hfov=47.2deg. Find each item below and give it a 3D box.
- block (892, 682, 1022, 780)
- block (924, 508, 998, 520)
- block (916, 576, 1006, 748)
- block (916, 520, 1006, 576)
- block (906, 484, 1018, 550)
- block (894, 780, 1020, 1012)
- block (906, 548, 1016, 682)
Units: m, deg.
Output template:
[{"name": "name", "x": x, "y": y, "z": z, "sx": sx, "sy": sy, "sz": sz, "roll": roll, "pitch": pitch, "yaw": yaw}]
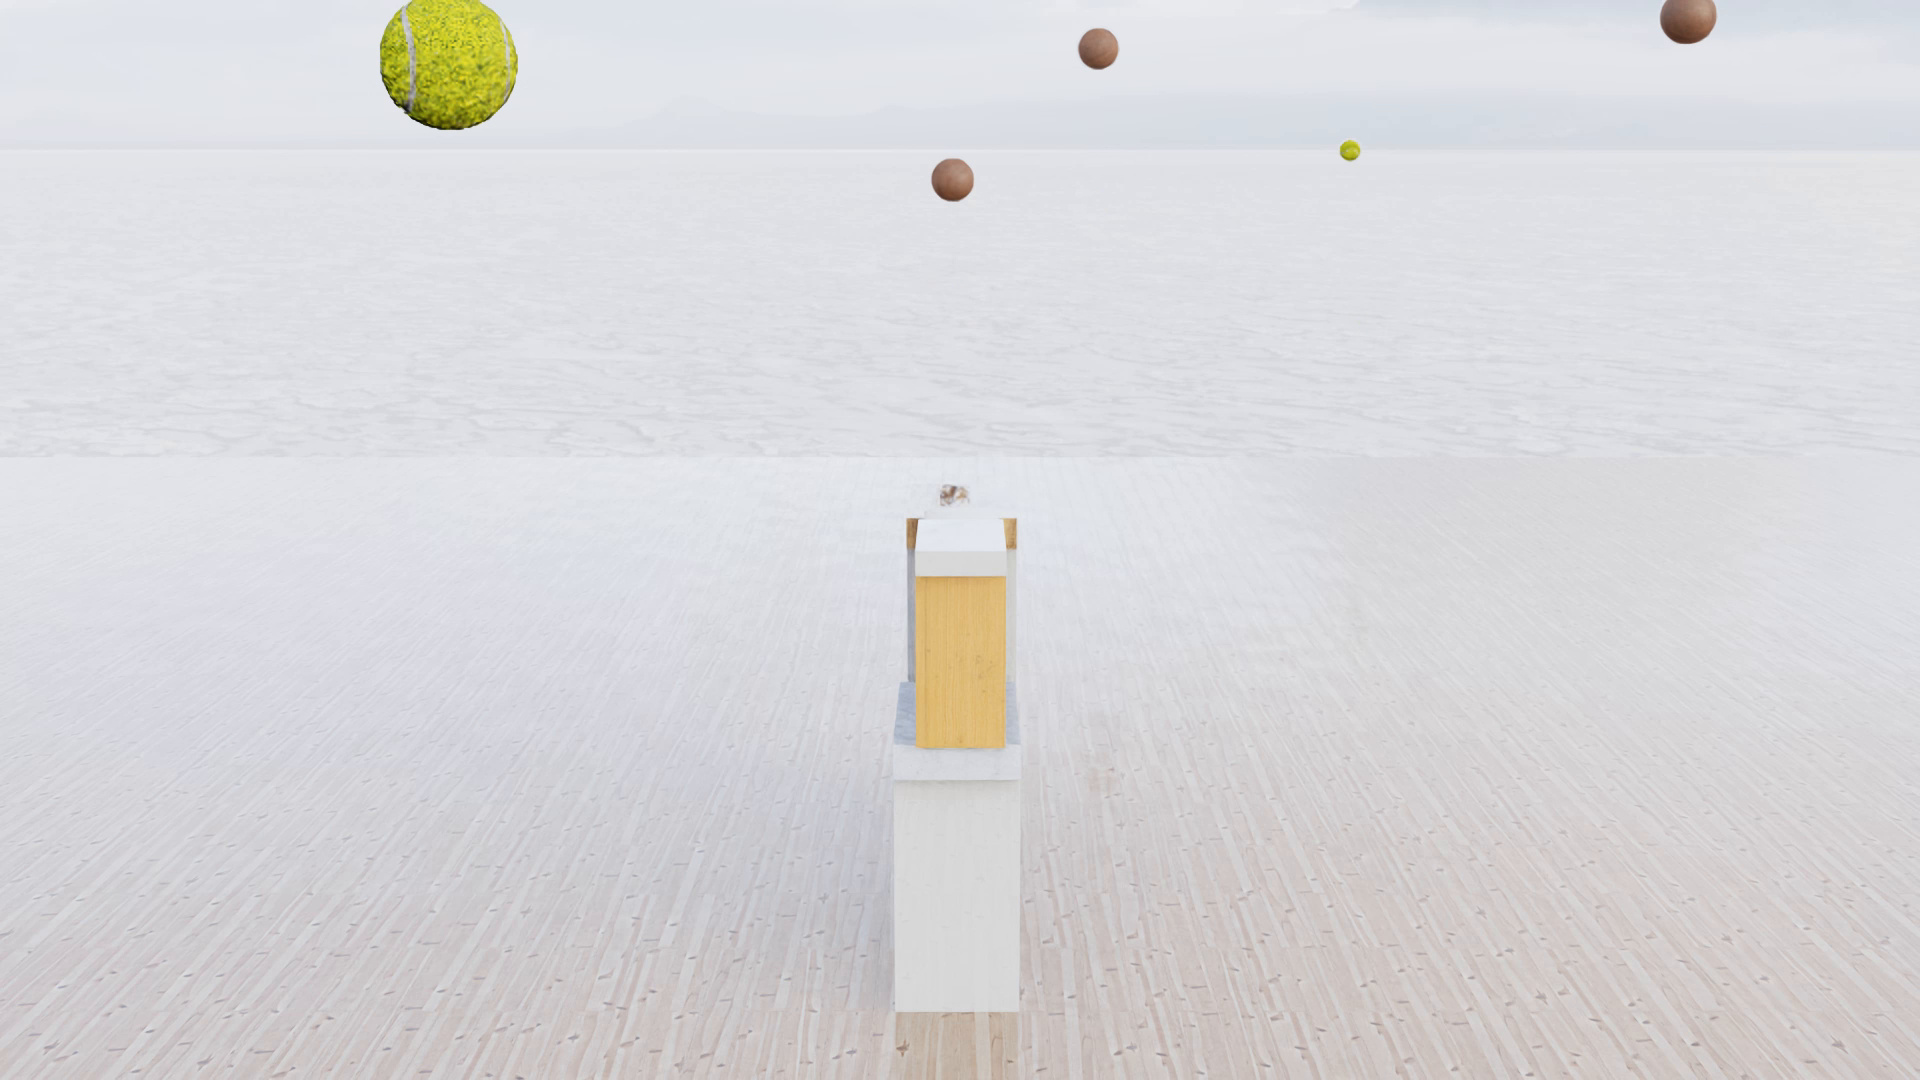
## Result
[{"name": "block", "x": -0.004, "y": 0.278, "z": 3.248, "sx": 0.179, "sy": 0.051, "sz": 0.358, "roll": 0, "pitch": 11, "yaw": 0}, {"name": "block", "x": 0.002, "y": -0.014, "z": 3.346, "sx": 0.114, "sy": 0.032, "sz": 0.228, "roll": 0, "pitch": 11, "yaw": 0}, {"name": "block", "x": 0.001, "y": 0.164, "z": 3.048, "sx": 0.124, "sy": 0.247, "sz": 0.035, "roll": 0, "pitch": 11, "yaw": 0}, {"name": "block", "x": 0.001, "y": 0.010, "z": 3.103, "sx": 0.124, "sy": 0.035, "sz": 0.247, "roll": 0, "pitch": 11, "yaw": 0}, {"name": "block", "x": 0.004, "y": -0.042, "z": 3.640, "sx": 0.175, "sy": 0.050, "sz": 0.350, "roll": 0, "pitch": 11, "yaw": 0}, {"name": "block", "x": -0.004, "y": 0.501, "z": 3.168, "sx": 0.179, "sy": 0.358, "sz": 0.051, "roll": 0, "pitch": 11, "yaw": 0}, {"name": "block", "x": 0.003, "y": 0.229, "z": 3.572, "sx": 0.175, "sy": 0.458, "sz": 0.050, "roll": 0, "pitch": 11, "yaw": 0}]
